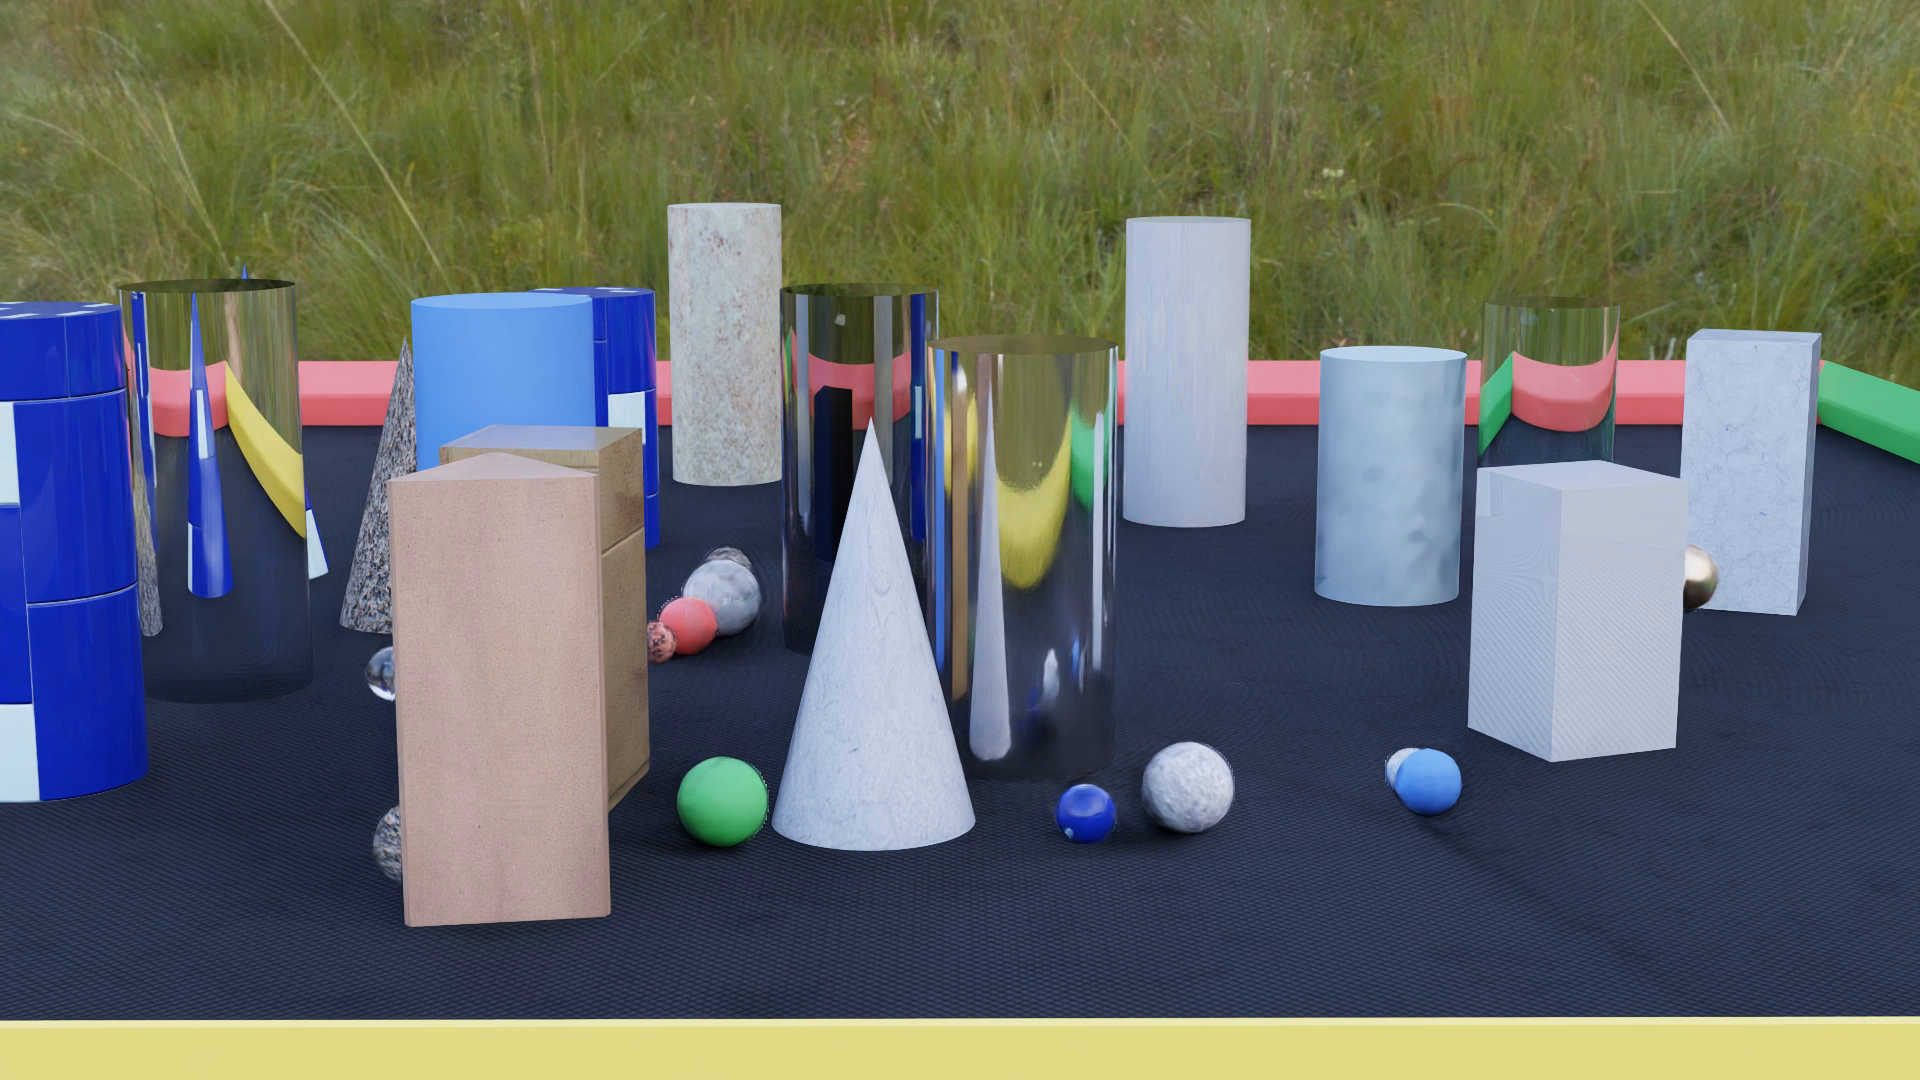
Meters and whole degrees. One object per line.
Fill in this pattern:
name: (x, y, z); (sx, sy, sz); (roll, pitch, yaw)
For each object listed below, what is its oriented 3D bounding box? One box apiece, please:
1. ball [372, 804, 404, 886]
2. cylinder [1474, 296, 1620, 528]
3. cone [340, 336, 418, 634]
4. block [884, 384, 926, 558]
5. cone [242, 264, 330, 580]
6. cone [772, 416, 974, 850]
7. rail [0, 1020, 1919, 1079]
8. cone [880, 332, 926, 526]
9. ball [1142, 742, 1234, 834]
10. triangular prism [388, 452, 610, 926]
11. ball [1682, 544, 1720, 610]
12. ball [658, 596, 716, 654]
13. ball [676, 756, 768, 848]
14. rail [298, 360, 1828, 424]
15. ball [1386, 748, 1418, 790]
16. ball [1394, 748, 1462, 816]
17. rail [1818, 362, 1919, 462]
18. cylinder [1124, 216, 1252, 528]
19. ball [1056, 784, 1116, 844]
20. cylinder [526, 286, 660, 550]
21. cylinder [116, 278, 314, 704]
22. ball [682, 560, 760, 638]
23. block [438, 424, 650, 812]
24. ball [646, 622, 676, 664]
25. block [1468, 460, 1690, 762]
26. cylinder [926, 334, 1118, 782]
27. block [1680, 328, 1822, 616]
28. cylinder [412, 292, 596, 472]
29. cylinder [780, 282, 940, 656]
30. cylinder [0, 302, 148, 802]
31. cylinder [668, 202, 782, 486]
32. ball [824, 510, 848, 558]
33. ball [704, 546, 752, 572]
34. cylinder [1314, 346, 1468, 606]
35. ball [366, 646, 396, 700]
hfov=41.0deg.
ball: (-0.487, 0.273, 2.303); (0.078, 0.078, 0.078); (0, 10, 0)
cylinder: (0.878, -0.166, 3.845); (0.200, 0.380, 0.200); (0, 10, 0)
cone: (-0.728, -0.083, 3.397); (0.200, 0.380, 0.200); (0, 10, 0)
block: (-0.027, -0.110, 3.918); (0.160, 0.242, 0.160); (-1, 11, -8)
cone: (-1.019, -0.174, 3.694); (0.200, 0.451, 0.200); (0, 10, 0)
cone: (-0.085, 0.078, 2.474); (0.200, 0.398, 0.200); (0, 10, 0)
rail: (0.010, 0.364, 1.658); (3.576, 0.130, 0.045); (0, 10, 0)
cone: (-0.066, -0.189, 4.176); (0.200, 0.305, 0.200); (0, 10, 0)
ball: (0.219, 0.238, 2.463); (0.088, 0.088, 0.088); (0, 10, 0)
triangular prism: (-0.402, 0.125, 2.253); (0.173, 0.386, 0.150); (-2, 11, -9)
ball: (0.973, 0.050, 3.447); (0.090, 0.090, 0.090); (0, 10, 0)
ball: (-0.341, 0.108, 3.211); (0.073, 0.073, 0.073); (0, 10, 0)
ball: (-0.225, 0.247, 2.421); (0.085, 0.085, 0.085); (0, 10, 0)
rail: (-0.010, -0.298, 5.239); (3.576, 0.130, 0.045); (0, 10, 0)
ball: (0.455, 0.234, 2.588); (0.049, 0.049, 0.049); (0, 10, 0)
ball: (0.461, 0.238, 2.524); (0.065, 0.065, 0.065); (0, 10, 0)
rail: (1.764, 0.032, 3.459); (0.045, 0.130, 3.689); (0, 10, 0)
cylinder: (0.366, -0.276, 4.156); (0.200, 0.483, 0.200); (0, 10, 0)
ball: (0.119, 0.259, 2.432); (0.057, 0.057, 0.057); (0, 10, 0)
cylinder: (-0.563, -0.185, 3.928); (0.200, 0.388, 0.200); (0, 10, 0)
cylinder: (-0.875, -0.062, 3.021); (0.200, 0.475, 0.200); (0, 10, 0)
ball: (-0.308, 0.075, 3.310); (0.100, 0.100, 0.100); (0, 10, 0)
block: (-0.415, 0.075, 2.589); (0.160, 0.362, 0.160); (1, 11, 8)
ball: (-0.376, 0.127, 3.161); (0.053, 0.053, 0.053); (0, 10, 0)
block: (0.671, 0.073, 2.794); (0.160, 0.292, 0.160); (-4, 11, -21)
cylinder: (0.065, 0.014, 2.699); (0.200, 0.442, 0.200); (0, 10, 0)
block: (1.079, -0.097, 3.513); (0.160, 0.365, 0.160); (4, 11, 22)
cylinder: (-0.511, -0.037, 2.907); (0.200, 0.468, 0.200); (0, 10, 0)
cylinder: (-0.125, -0.091, 3.240); (0.200, 0.451, 0.200); (0, 10, 0)
cylinder: (-0.947, 0.007, 2.622); (0.200, 0.484, 0.200); (0, 10, 0)
cylinder: (-0.415, -0.351, 4.560); (0.200, 0.483, 0.200); (0, 10, 0)
ball: (-0.157, -0.005, 3.784); (0.085, 0.085, 0.085); (0, 10, 0)
ball: (-0.324, 0.044, 3.567); (0.069, 0.069, 0.069); (0, 10, 0)
cylinder: (0.598, -0.092, 3.569); (0.200, 0.335, 0.200); (0, 10, 0)
ball: (-0.658, 0.155, 2.980); (0.063, 0.063, 0.063); (0, 10, 0)
